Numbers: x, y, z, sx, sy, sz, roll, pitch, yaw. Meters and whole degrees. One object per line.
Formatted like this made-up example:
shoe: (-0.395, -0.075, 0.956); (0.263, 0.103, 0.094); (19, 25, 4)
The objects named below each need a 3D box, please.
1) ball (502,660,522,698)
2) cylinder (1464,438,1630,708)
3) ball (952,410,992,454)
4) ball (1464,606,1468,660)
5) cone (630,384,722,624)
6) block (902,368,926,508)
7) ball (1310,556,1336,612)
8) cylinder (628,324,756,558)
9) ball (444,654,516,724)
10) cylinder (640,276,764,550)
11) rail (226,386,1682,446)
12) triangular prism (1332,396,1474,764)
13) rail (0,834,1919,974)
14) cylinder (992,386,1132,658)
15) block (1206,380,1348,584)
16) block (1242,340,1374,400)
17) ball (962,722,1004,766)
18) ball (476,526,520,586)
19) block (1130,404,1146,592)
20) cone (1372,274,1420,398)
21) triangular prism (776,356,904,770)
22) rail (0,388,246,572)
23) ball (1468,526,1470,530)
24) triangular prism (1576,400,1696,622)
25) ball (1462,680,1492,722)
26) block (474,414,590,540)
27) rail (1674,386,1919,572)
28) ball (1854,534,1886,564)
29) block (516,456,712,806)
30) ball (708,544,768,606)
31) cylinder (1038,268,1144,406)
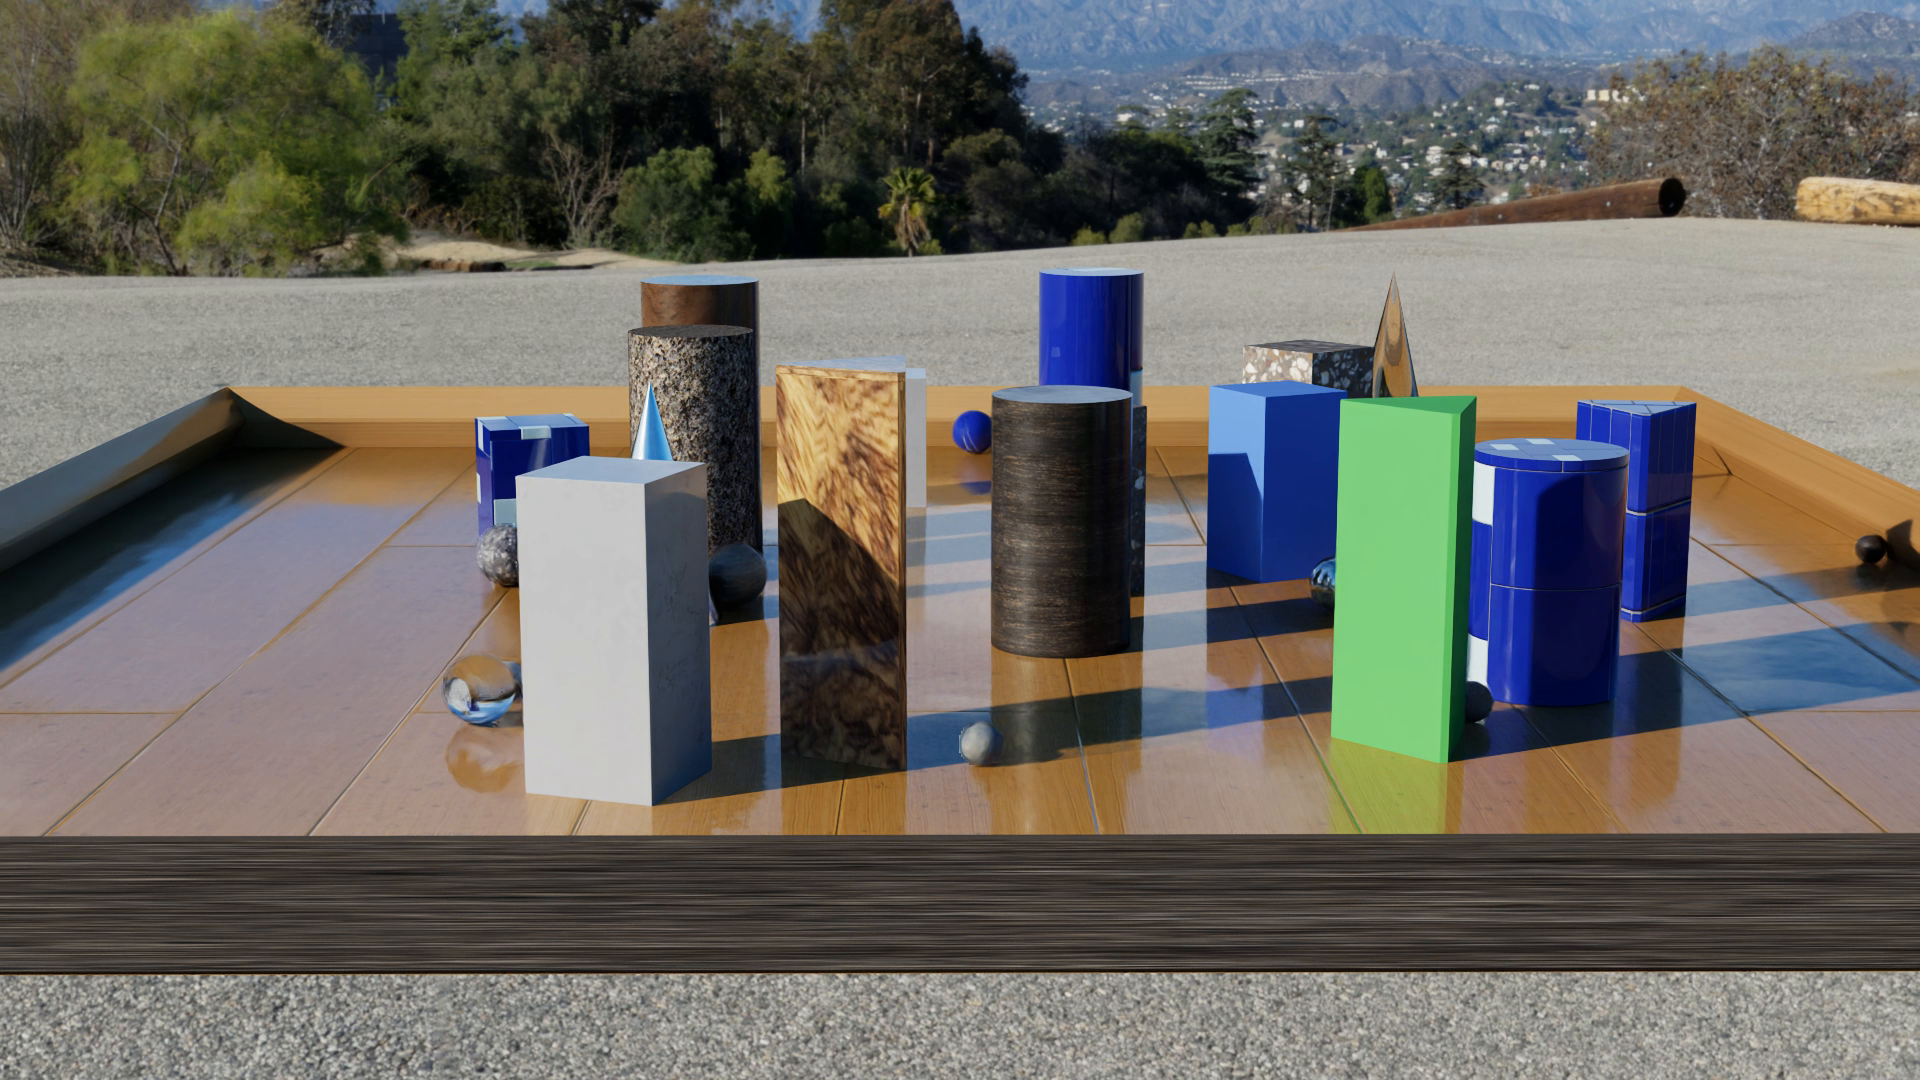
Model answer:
ball: (-0.520, 0.161, 2.939); (0.046, 0.046, 0.046); (0, 11, 0)
cylinder: (0.678, 0.035, 2.970); (0.175, 0.283, 0.175); (0, 11, 0)
ball: (0.026, -0.201, 4.766); (0.081, 0.081, 0.081); (0, 11, 0)
ball: (0.635, 0.113, 3.105); (0.078, 0.078, 0.078); (0, 11, 0)
cone: (-0.400, -0.052, 3.343); (0.175, 0.314, 0.175); (0, 11, 0)
block: (-0.126, -0.171, 4.250); (0.140, 0.212, 0.140); (0, 11, -1)
ball: (0.501, 0.058, 3.405); (0.075, 0.075, 0.075); (0, 11, 0)
cylinder: (-0.377, -0.122, 3.622); (0.175, 0.348, 0.175); (0, 11, 0)
ball: (-0.531, 0.164, 2.834); (0.078, 0.078, 0.078); (0, 11, 0)
cylinder: (-0.384, -0.187, 3.828); (0.175, 0.401, 0.175); (0, 11, 0)
rail: (-0.008, -0.229, 4.822); (2.745, 0.114, 0.045); (0, 11, 0)
triangular prism: (0.503, 0.034, 2.744); (0.131, 0.368, 0.151); (-10, 14, -41)
rail: (0.008, 0.288, 2.078); (2.745, 0.114, 0.045); (0, 11, 0)
cylinder: (0.126, -0.026, 3.201); (0.175, 0.315, 0.175); (0, 11, 0)
block: (0.451, -0.086, 3.663); (0.140, 0.263, 0.140); (-6, 12, -27)
block: (0.532, -0.153, 3.945); (0.140, 0.291, 0.140); (-9, 14, -40)
ball: (0.023, 0.212, 2.671); (0.044, 0.044, 0.044); (0, 11, 0)
ball: (-0.632, 0.021, 3.579); (0.083, 0.083, 0.083); (0, 11, 0)
block: (0.157, -0.058, 3.535); (0.140, 0.255, 0.140); (10, 15, 44)
cone: (0.700, -0.246, 4.170); (0.175, 0.389, 0.175); (0, 11, 0)
triangular prism: (-0.093, 0.018, 2.707); (0.151, 0.414, 0.131); (6, 12, 28)
rail: (-1.349, 0.031, 3.443); (0.045, 0.114, 2.840); (0, 11, 0)
ball: (0.802, -0.033, 3.972); (0.045, 0.045, 0.045); (0, 11, 0)
triangular prism: (0.878, -0.045, 3.418); (0.131, 0.274, 0.151); (9, 14, 38)
ball: (0.566, 0.179, 2.841); (0.047, 0.047, 0.047); (0, 11, 0)
block: (-0.613, -0.065, 3.690); (0.140, 0.212, 0.140); (-4, 11, -19)
rail: (1.349, 0.028, 3.458); (0.045, 0.114, 2.840); (0, 11, 0)
ball: (1.324, 0.013, 3.733); (0.042, 0.042, 0.042); (0, 11, 0)
block: (-0.346, 0.088, 2.584); (0.140, 0.322, 0.140); (4, 11, 19)
ball: (-0.301, 0.046, 3.446); (0.084, 0.084, 0.084); (0, 11, 0)
cylinder: (0.219, -0.263, 4.306); (0.175, 0.374, 0.175); (0, 11, 0)
